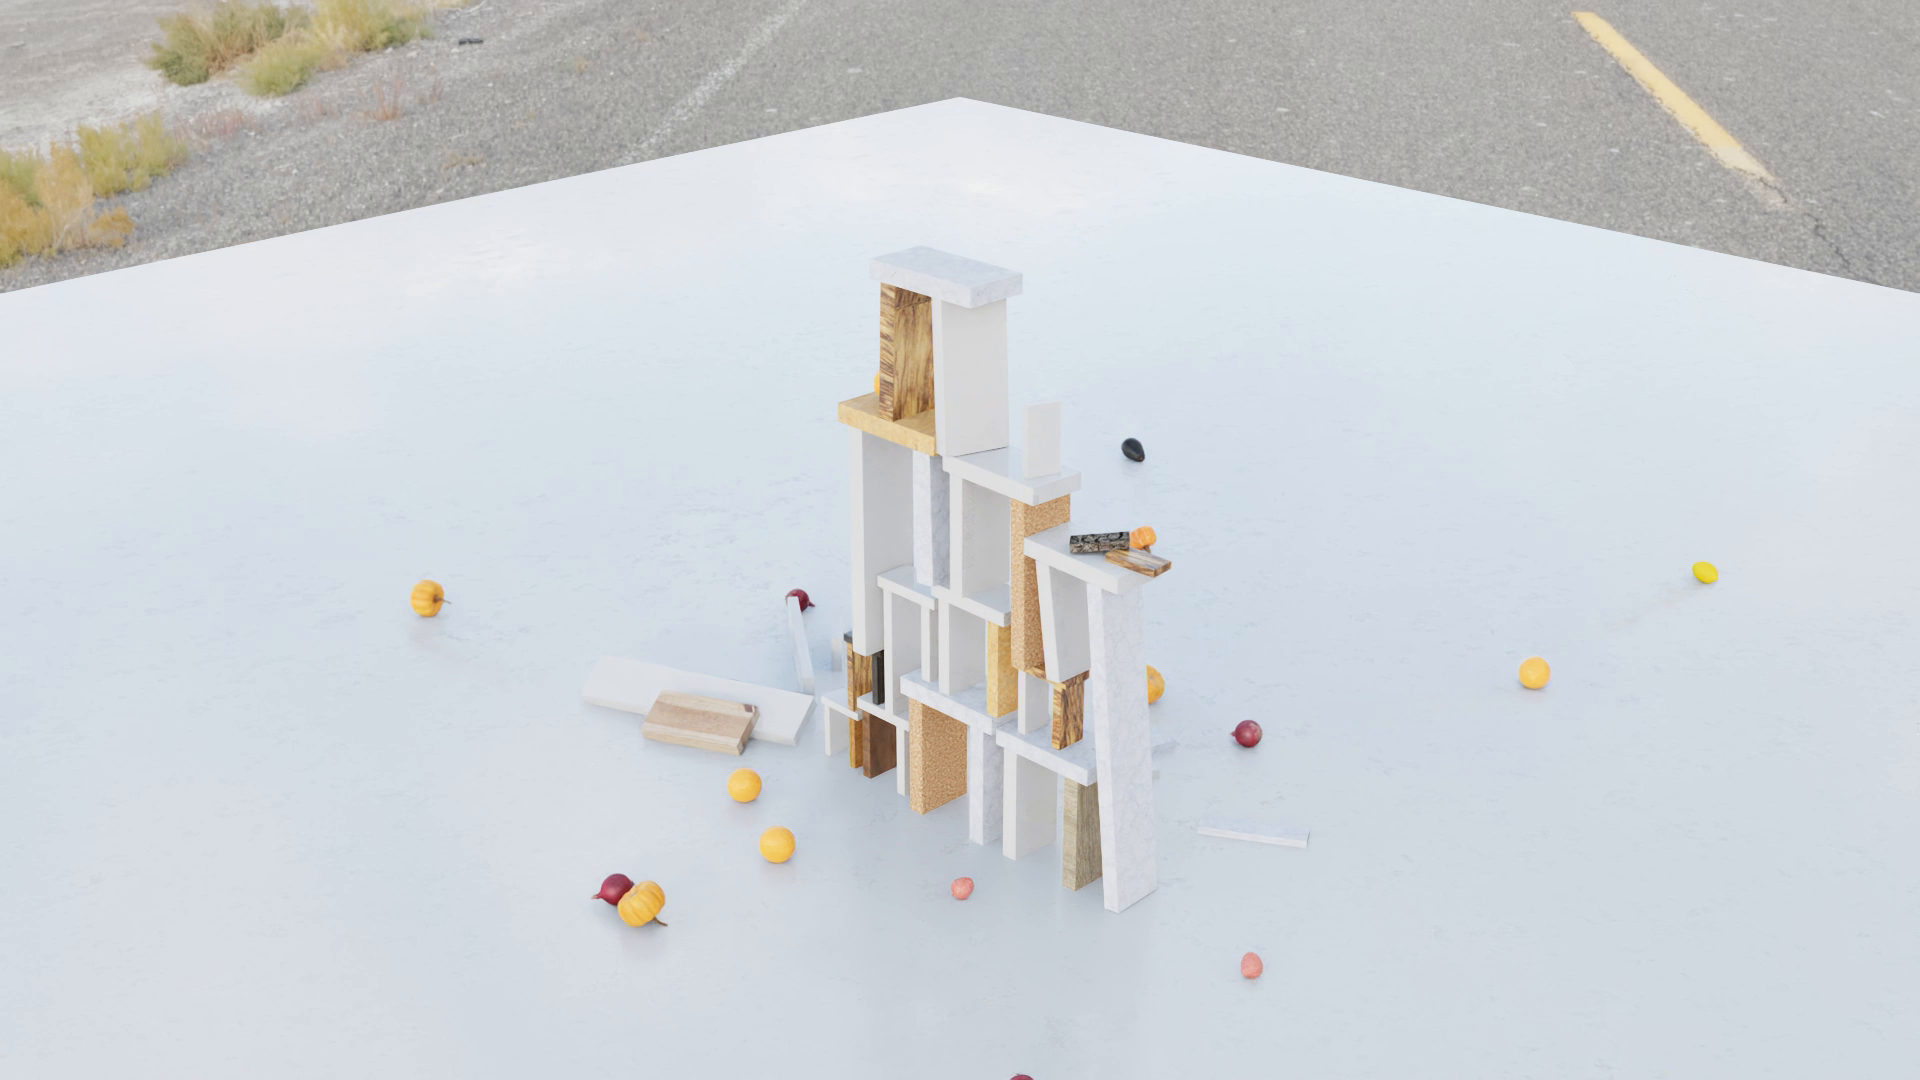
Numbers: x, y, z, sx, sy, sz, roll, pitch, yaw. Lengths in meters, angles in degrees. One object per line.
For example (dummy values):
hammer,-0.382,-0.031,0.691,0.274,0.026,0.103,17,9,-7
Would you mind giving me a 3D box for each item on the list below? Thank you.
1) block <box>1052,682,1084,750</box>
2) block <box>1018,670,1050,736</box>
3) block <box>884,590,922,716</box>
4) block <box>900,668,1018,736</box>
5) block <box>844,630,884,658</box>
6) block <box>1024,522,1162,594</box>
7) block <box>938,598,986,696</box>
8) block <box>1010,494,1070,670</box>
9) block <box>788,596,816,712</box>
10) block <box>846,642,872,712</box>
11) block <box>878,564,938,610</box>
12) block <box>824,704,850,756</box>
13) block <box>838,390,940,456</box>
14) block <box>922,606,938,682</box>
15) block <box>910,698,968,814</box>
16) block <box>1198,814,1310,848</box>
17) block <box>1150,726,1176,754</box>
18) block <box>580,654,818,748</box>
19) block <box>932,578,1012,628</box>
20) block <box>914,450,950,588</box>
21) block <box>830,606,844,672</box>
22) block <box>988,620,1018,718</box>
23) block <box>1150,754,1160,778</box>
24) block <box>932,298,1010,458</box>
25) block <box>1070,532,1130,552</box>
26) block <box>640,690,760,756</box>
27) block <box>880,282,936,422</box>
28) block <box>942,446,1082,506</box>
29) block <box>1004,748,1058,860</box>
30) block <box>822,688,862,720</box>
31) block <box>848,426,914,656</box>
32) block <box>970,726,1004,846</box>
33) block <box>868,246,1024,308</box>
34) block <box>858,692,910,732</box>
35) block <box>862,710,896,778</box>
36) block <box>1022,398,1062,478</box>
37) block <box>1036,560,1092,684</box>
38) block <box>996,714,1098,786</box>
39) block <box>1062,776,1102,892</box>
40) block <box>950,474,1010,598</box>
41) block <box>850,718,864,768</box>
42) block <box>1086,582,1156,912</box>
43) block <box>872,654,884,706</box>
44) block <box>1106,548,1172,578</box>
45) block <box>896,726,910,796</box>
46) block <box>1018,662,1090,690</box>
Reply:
block,0.204,0.324,4.139,0.066,0.132,0.019,-21,32,-41
block,0.140,0.299,4.196,0.066,0.132,0.019,-21,31,-41
block,-0.115,0.215,4.446,0.081,0.277,0.023,-21,31,-40
block,0.016,0.306,4.341,0.127,0.036,0.255,-21,31,-40
block,-0.180,0.208,4.510,0.056,0.016,0.112,-21,31,-40
block,0.239,0.031,3.970,0.117,0.033,0.233,-20,31,-39
block,0.004,0.195,4.301,0.100,0.200,0.028,-21,31,-40
block,0.150,0.065,4.092,0.122,0.343,0.035,-20,29,-39
block,-0.365,0.258,5.045,0.024,0.085,0.432,-3,23,-8
block,-0.207,0.276,4.568,0.056,0.156,0.016,-21,31,-40
block,-0.078,0.092,4.352,0.081,0.023,0.163,-21,31,-40
block,-0.260,0.396,4.678,0.059,0.117,0.017,-20,30,-40
block,-0.095,-0.229,4.229,0.135,0.038,0.271,-21,30,-40
block,-0.039,0.193,4.353,0.081,0.163,0.023,-21,31,-40
block,-0.043,0.417,4.453,0.127,0.255,0.036,-21,31,-41
block,0.584,0.579,4.377,0.217,0.015,0.053,6,24,14
block,0.384,0.438,4.703,0.139,0.020,0.069,-13,26,-27
block,-0.578,0.350,4.831,0.534,0.032,0.114,10,53,21
block,0.050,0.109,4.212,0.100,0.028,0.200,-20,30,-39
block,-0.029,-0.060,4.228,0.038,0.271,0.135,15,27,34
block,-0.284,0.229,5.112,0.024,0.085,0.170,0,23,-1
block,0.098,0.232,4.214,0.100,0.200,0.028,-20,30,-39
block,0.344,0.479,4.606,0.139,0.020,0.069,-4,23,-8
block,0.021,-0.310,4.065,0.135,0.300,0.038,-12,22,-26
block,0.251,0.004,3.949,0.106,0.015,0.053,-4,18,7
block,-0.559,0.393,4.738,0.229,0.032,0.114,8,49,19
block,-0.090,-0.371,4.168,0.135,0.269,0.038,-21,33,-40
block,0.095,-0.127,4.063,0.122,0.035,0.244,-19,30,-38
block,0.138,0.496,4.290,0.033,0.236,0.118,21,31,41
block,-0.232,0.345,4.628,0.059,0.017,0.117,-21,30,-40
block,-0.155,-0.012,4.387,0.135,0.485,0.038,-21,31,-40
block,0.077,0.463,4.343,0.127,0.255,0.036,-21,31,-40
block,-0.028,-0.486,4.043,0.135,0.038,0.269,-21,31,-40
block,-0.131,0.346,4.520,0.077,0.022,0.155,-21,31,-40
block,-0.167,0.413,4.589,0.077,0.155,0.022,-21,31,-40
block,0.148,-0.184,3.973,0.069,0.139,0.020,-11,24,-24
block,0.202,0.135,4.066,0.117,0.233,0.033,-21,23,-40
block,0.194,0.393,4.188,0.118,0.033,0.236,-21,31,-40
block,0.249,0.540,4.187,0.033,0.236,0.118,21,31,41
block,0.038,-0.022,4.173,0.122,0.244,0.035,-19,29,-37
block,-0.205,0.417,4.627,0.058,0.117,0.017,-21,31,-40
block,0.300,0.370,4.052,0.033,0.653,0.117,13,26,41
block,-0.154,0.278,4.510,0.056,0.113,0.016,-20,30,-40
block,0.316,0.037,3.898,0.106,0.015,0.053,20,30,37
block,-0.094,0.442,4.521,0.077,0.155,0.022,-21,31,-40
block,0.172,0.242,4.139,0.132,0.019,0.066,21,31,41
